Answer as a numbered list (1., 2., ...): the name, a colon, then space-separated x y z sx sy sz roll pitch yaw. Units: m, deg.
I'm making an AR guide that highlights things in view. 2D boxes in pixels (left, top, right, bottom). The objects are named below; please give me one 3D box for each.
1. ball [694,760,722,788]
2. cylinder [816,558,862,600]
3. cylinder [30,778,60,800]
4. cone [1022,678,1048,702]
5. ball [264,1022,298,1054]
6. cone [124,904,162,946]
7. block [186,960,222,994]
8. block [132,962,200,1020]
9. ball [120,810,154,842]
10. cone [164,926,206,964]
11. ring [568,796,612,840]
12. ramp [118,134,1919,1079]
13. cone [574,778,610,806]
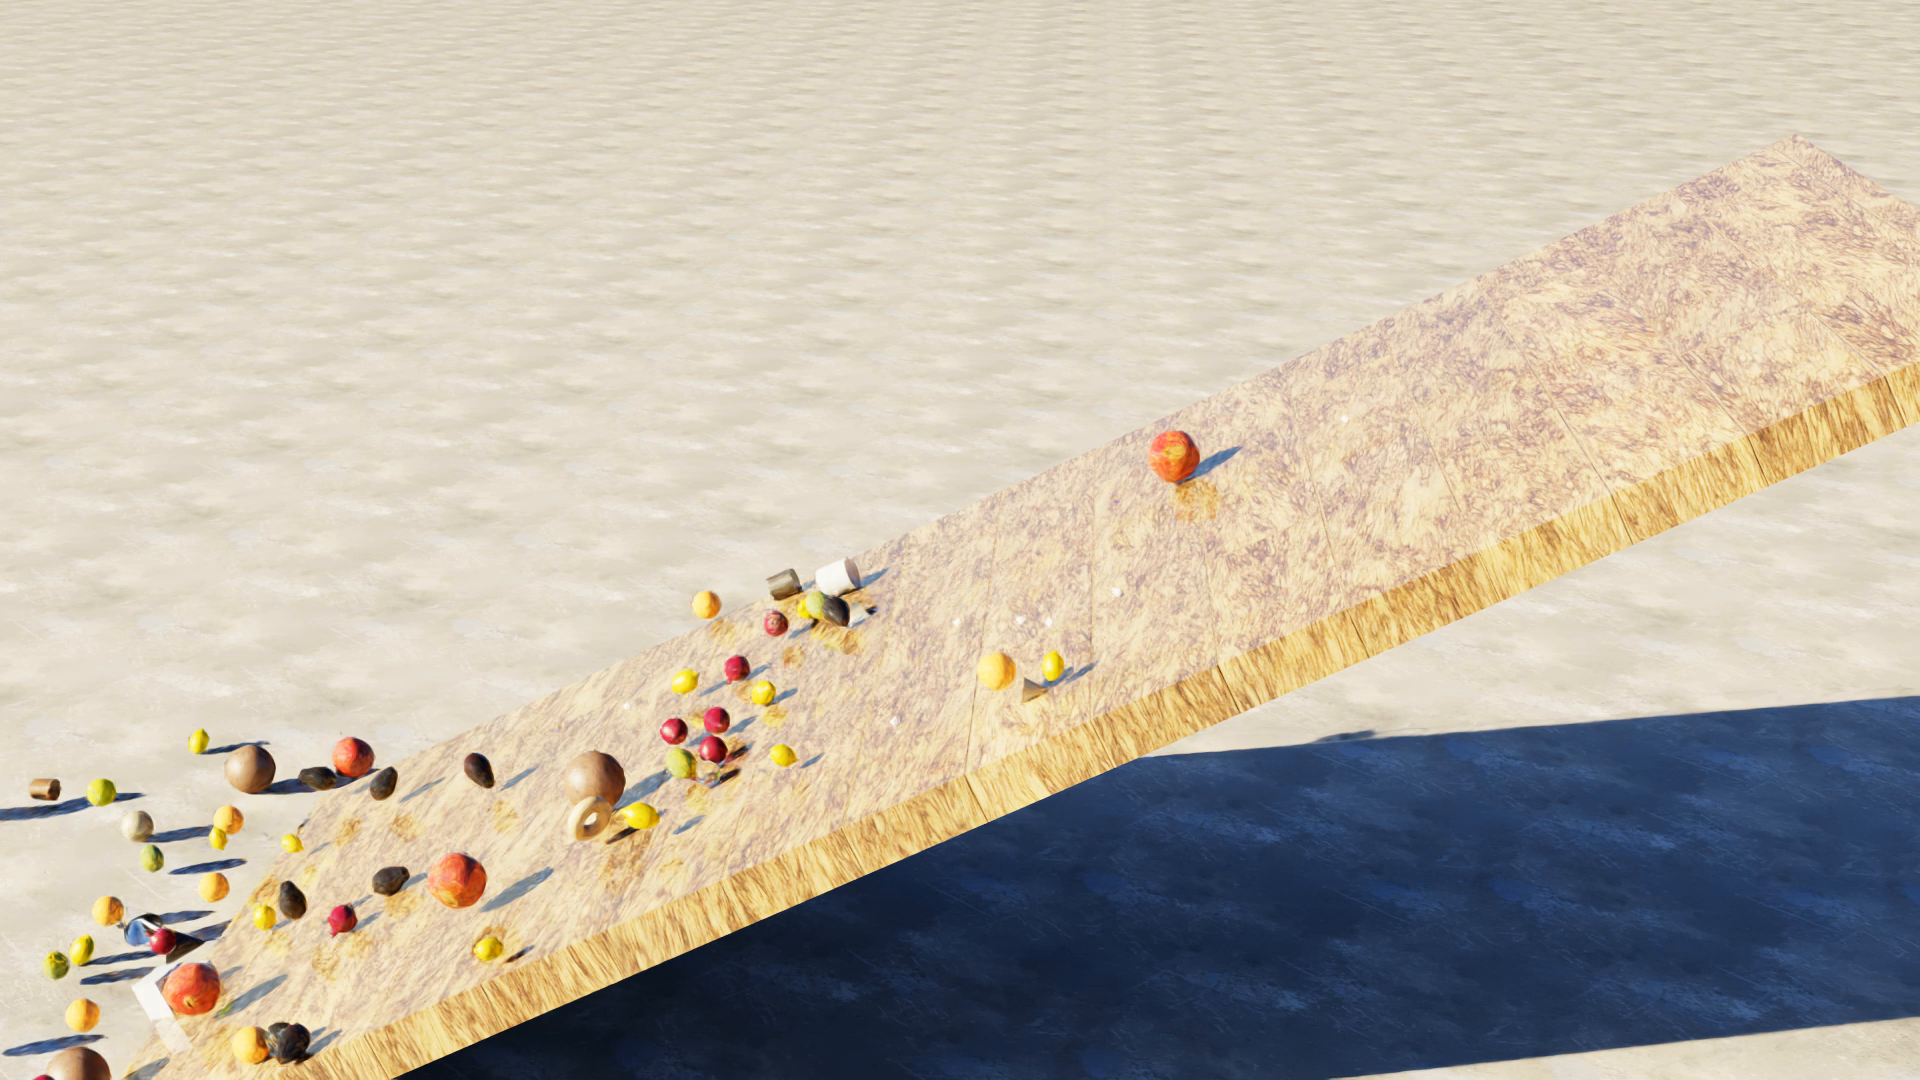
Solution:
1. ball: -0.513 0.477 5.992 0.054 0.054 0.054 0 16 0
2. cylinder: -0.289 0.092 6.990 0.078 0.078 0.078 -22 9 20
3. cylinder: -2.399 0.654 7.714 0.057 0.057 0.057 1 16 15
4. cone: 0.144 0.284 5.556 0.051 0.051 0.051 1 16 1
5. ball: -1.301 0.954 5.636 0.062 0.062 0.062 0 16 0
6. cone: -1.927 0.881 6.869 0.095 0.095 0.095 -13 43 -38
7. block: -1.636 0.942 6.338 0.051 0.051 0.051 -15 17 39
8. block: -1.702 0.966 6.304 0.083 0.083 0.083 -16 17 38
9. ball: -2.094 0.728 7.486 0.082 0.082 0.082 0 16 0
10. cone: -1.761 0.920 6.696 0.092 0.092 0.092 -4 16 -14
11. ring: -0.747 0.562 5.930 0.100 0.100 0.033 -14 37 -40
12. ramp: 0.136 0.169 6.282 4.000 0.100 2.000 -24 13 9
13. cone: -0.801 0.537 6.241 0.084 0.084 0.084 -25 13 6
